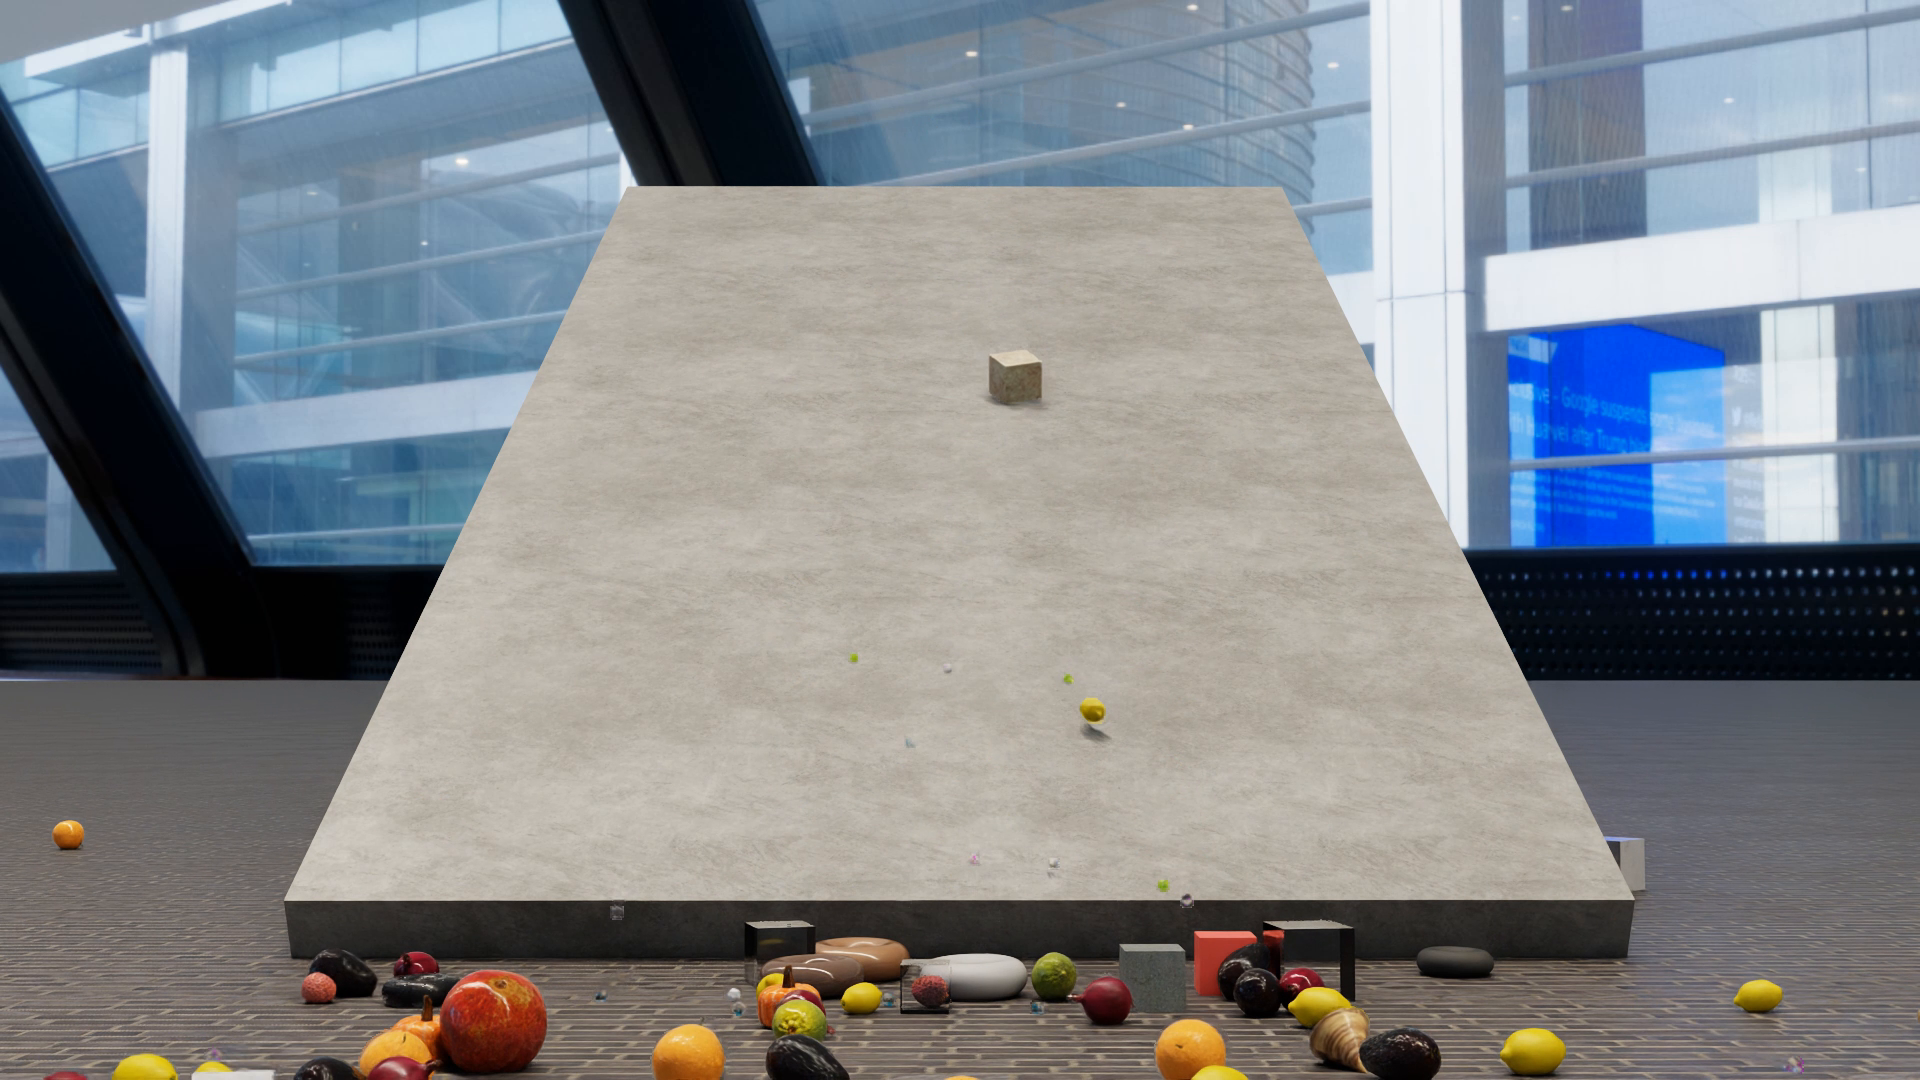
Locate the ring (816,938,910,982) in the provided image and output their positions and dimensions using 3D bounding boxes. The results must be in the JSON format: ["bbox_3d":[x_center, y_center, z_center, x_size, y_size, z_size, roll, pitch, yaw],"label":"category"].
[{"bbox_3d":[-0.144,0.586,3.241,0.150,0.050,0.150,0,-2,0],"label":"ring"}]

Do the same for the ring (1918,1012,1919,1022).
[{"bbox_3d":[1.183,0.568,2.754,0.090,0.030,0.090,1,-2,0],"label":"ring"}]

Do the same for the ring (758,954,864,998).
[{"bbox_3d":[-0.197,0.579,3.080,0.141,0.047,0.141,-1,-3,0],"label":"ring"}]

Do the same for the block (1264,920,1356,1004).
[{"bbox_3d":[0.457,0.552,3.047,0.095,0.095,0.095,1,-3,-9],"label":"block"}]

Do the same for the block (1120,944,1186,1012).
[{"bbox_3d":[0.244,0.556,2.954,0.076,0.076,0.076,0,-3,-2],"label":"block"}]

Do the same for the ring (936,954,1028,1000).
[{"bbox_3d":[0.018,0.577,3.069,0.144,0.048,0.144,-1,-2,0],"label":"ring"}]

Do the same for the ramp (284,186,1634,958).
[{"bbox_3d":[-0.008,-0.228,5.289,2.000,0.100,4.000,0,24,0],"label":"ramp"}]

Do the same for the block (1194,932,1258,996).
[{"bbox_3d":[0.355,0.565,3.104,0.075,0.075,0.075,0,-3,0],"label":"block"}]

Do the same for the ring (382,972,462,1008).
[{"bbox_3d":[-0.693,0.580,2.993,0.102,0.034,0.102,-1,-3,0],"label":"ring"}]

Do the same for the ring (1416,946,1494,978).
[{"bbox_3d":[0.699,0.596,3.281,0.108,0.036,0.108,1,-4,0],"label":"ring"}]

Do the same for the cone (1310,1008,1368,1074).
[{"bbox_3d":[0.422,0.552,2.496,0.070,0.070,0.070,1,23,-18],"label":"cone"}]

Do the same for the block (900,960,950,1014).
[{"bbox_3d":[-0.043,0.562,2.927,0.061,0.061,0.061,0,-3,1],"label":"block"}]

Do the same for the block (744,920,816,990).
[{"bbox_3d":[-0.247,0.567,3.179,0.081,0.081,0.081,1,-3,-17],"label":"block"}]

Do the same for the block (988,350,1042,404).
[{"bbox_3d":[0.129,-0.379,5.394,0.093,0.093,0.093,-10,26,-22],"label":"block"}]

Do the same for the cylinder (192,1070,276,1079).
[{"bbox_3d":[-0.648,0.509,2.073,0.069,0.069,0.069,1,-3,-11],"label":"cylinder"}]

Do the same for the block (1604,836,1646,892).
[{"bbox_3d":[1.280,0.638,4.578,0.099,0.099,0.099,-3,-5,43],"label":"block"}]
